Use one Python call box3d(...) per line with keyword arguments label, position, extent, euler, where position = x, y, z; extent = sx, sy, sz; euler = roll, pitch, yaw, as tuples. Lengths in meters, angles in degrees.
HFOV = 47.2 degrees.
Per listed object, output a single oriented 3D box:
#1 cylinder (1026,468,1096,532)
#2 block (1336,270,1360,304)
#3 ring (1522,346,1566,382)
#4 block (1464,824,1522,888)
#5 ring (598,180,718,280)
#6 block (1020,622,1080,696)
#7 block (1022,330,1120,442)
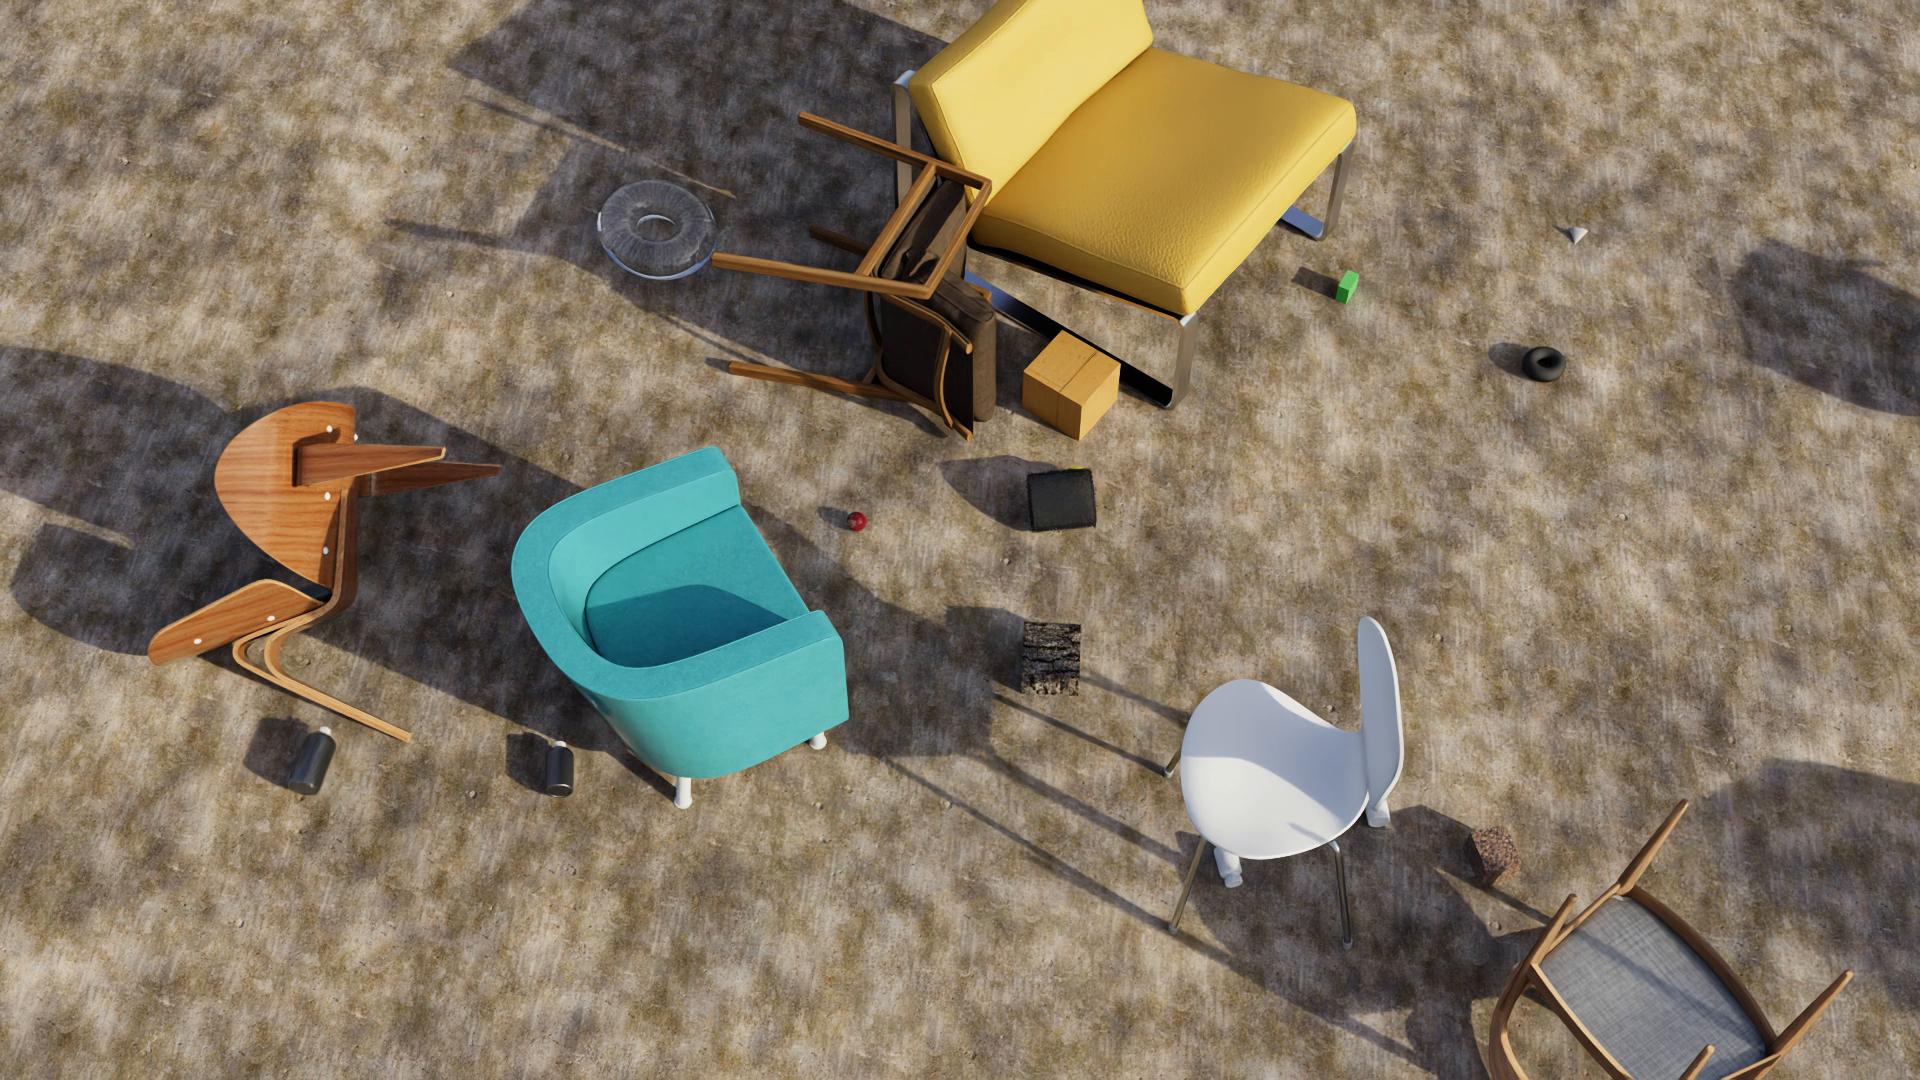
box3d(label="cylinder", position=(0.303, -0.119, 6.574), extent=(0.188, 0.116, 0.179), euler=(-6, 85, -4))
box3d(label="block", position=(1.246, -0.814, 7.079), extent=(0.039, 0.068, 0.077), euler=(26, 60, 16))
box3d(label="ring", position=(1.836, -0.552, 6.912), extent=(0.137, 0.055, 0.124), euler=(-7, 58, -6))
box3d(label="block", position=(1.439, 0.854, 5.942), extent=(0.101, 0.097, 0.122), euler=(-12, 57, -8))
box3d(label="ring", position=(-0.988, -1.015, 7.181), extent=(0.424, 0.126, 0.364), euler=(39, 65, 22))
box3d(label="block", position=(0.260, 0.339, 6.280), extent=(0.163, 0.110, 0.174), euler=(2, 56, 2))
box3d(label="block", position=(0.342, -0.476, 6.785), extent=(0.219, 0.180, 0.204), euler=(32, 62, 20))
